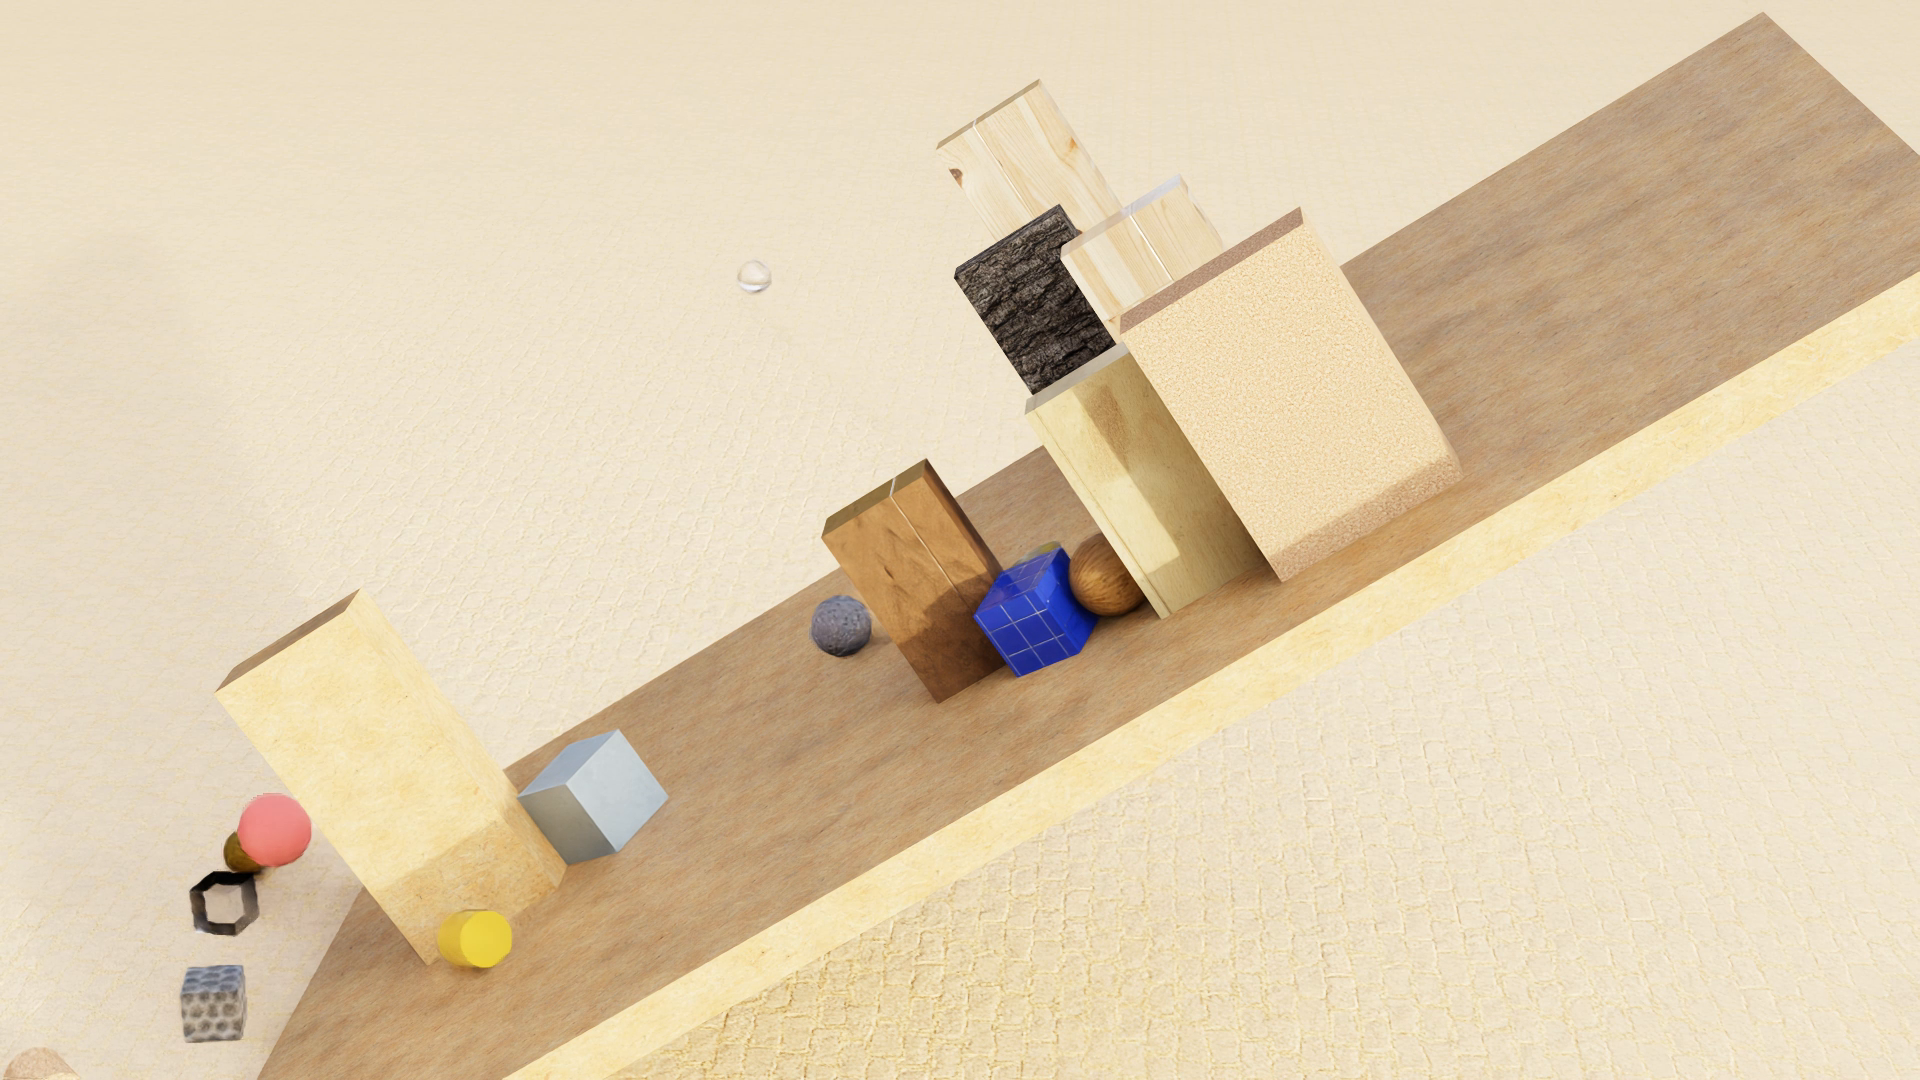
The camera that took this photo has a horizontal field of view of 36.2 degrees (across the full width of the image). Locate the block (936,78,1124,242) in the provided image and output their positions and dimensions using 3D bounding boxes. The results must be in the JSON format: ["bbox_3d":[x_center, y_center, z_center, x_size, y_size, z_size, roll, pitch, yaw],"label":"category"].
[{"bbox_3d":[0.278,-0.673,6.895,0.282,0.780,0.083,-31,15,14],"label":"block"}]

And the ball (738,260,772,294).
[{"bbox_3d":[-0.902,-1.157,12.949,0.151,0.151,0.151,0,20,0],"label":"ball"}]

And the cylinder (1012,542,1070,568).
[{"bbox_3d":[0.183,0.096,5.979,0.134,0.134,0.134,-32,15,10],"label":"cylinder"}]

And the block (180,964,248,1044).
[{"bbox_3d":[-1.753,1.090,6.915,0.130,0.130,0.130,-2,20,-6],"label":"block"}]

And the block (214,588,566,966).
[{"bbox_3d":[-1.240,0.523,6.454,0.360,0.772,0.146,-31,15,14],"label":"block"}]

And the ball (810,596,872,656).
[{"bbox_3d":[-0.268,0.194,6.627,0.139,0.139,0.139,0,20,0],"label":"ball"}]

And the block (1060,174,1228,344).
[{"bbox_3d":[0.487,-0.470,6.286,0.296,0.541,0.106,-31,15,14],"label":"block"}]

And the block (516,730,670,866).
[{"bbox_3d":[-0.814,0.571,6.520,0.195,0.195,0.195,-19,22,46],"label":"block"}]

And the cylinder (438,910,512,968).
[{"bbox_3d":[-1.035,0.850,6.274,0.120,0.120,0.120,-14,2,-33],"label":"cylinder"}]

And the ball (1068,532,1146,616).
[{"bbox_3d":[0.295,0.067,5.769,0.166,0.166,0.166,0,20,0],"label":"ball"}]

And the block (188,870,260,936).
[{"bbox_3d":[-1.850,0.914,7.398,0.117,0.117,0.117,3,20,17],"label":"block"}]

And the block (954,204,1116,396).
[{"bbox_3d":[0.261,-0.436,6.599,0.277,0.575,0.086,-31,15,14],"label":"block"}]

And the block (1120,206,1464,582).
[{"bbox_3d":[0.604,-0.262,5.362,0.383,0.561,0.131,-31,15,14],"label":"block"}]

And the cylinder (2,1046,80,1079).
[{"bbox_3d":[-2.037,1.221,6.546,0.140,0.140,0.140,-15,25,-34],"label":"cylinder"}]

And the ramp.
[{"bbox_3d":[0.139,0.171,6.296,4.000,0.100,2.000,-31,15,14],"label":"ramp"}]

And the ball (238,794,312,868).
[{"bbox_3d":[-1.744,0.740,7.491,0.185,0.185,0.185,0,20,0],"label":"ball"}]

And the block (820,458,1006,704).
[{"bbox_3d":[-0.056,0.084,5.959,0.244,0.426,0.118,-31,15,14],"label":"block"}]

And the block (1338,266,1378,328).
[{"bbox_3d":[0.787,-0.448,6.288,0.176,0.176,0.176,-32,15,11],"label":"block"}]

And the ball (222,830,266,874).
[{"bbox_3d":[-1.859,0.813,7.671,0.123,0.123,0.123,0,20,0],"label":"ball"}]

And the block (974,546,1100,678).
[{"bbox_3d":[0.157,0.144,5.830,0.159,0.159,0.159,-24,20,35],"label":"block"}]

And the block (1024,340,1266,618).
[{"bbox_3d":[0.421,-0.156,5.571,0.395,0.485,0.101,-31,15,14],"label":"block"}]
